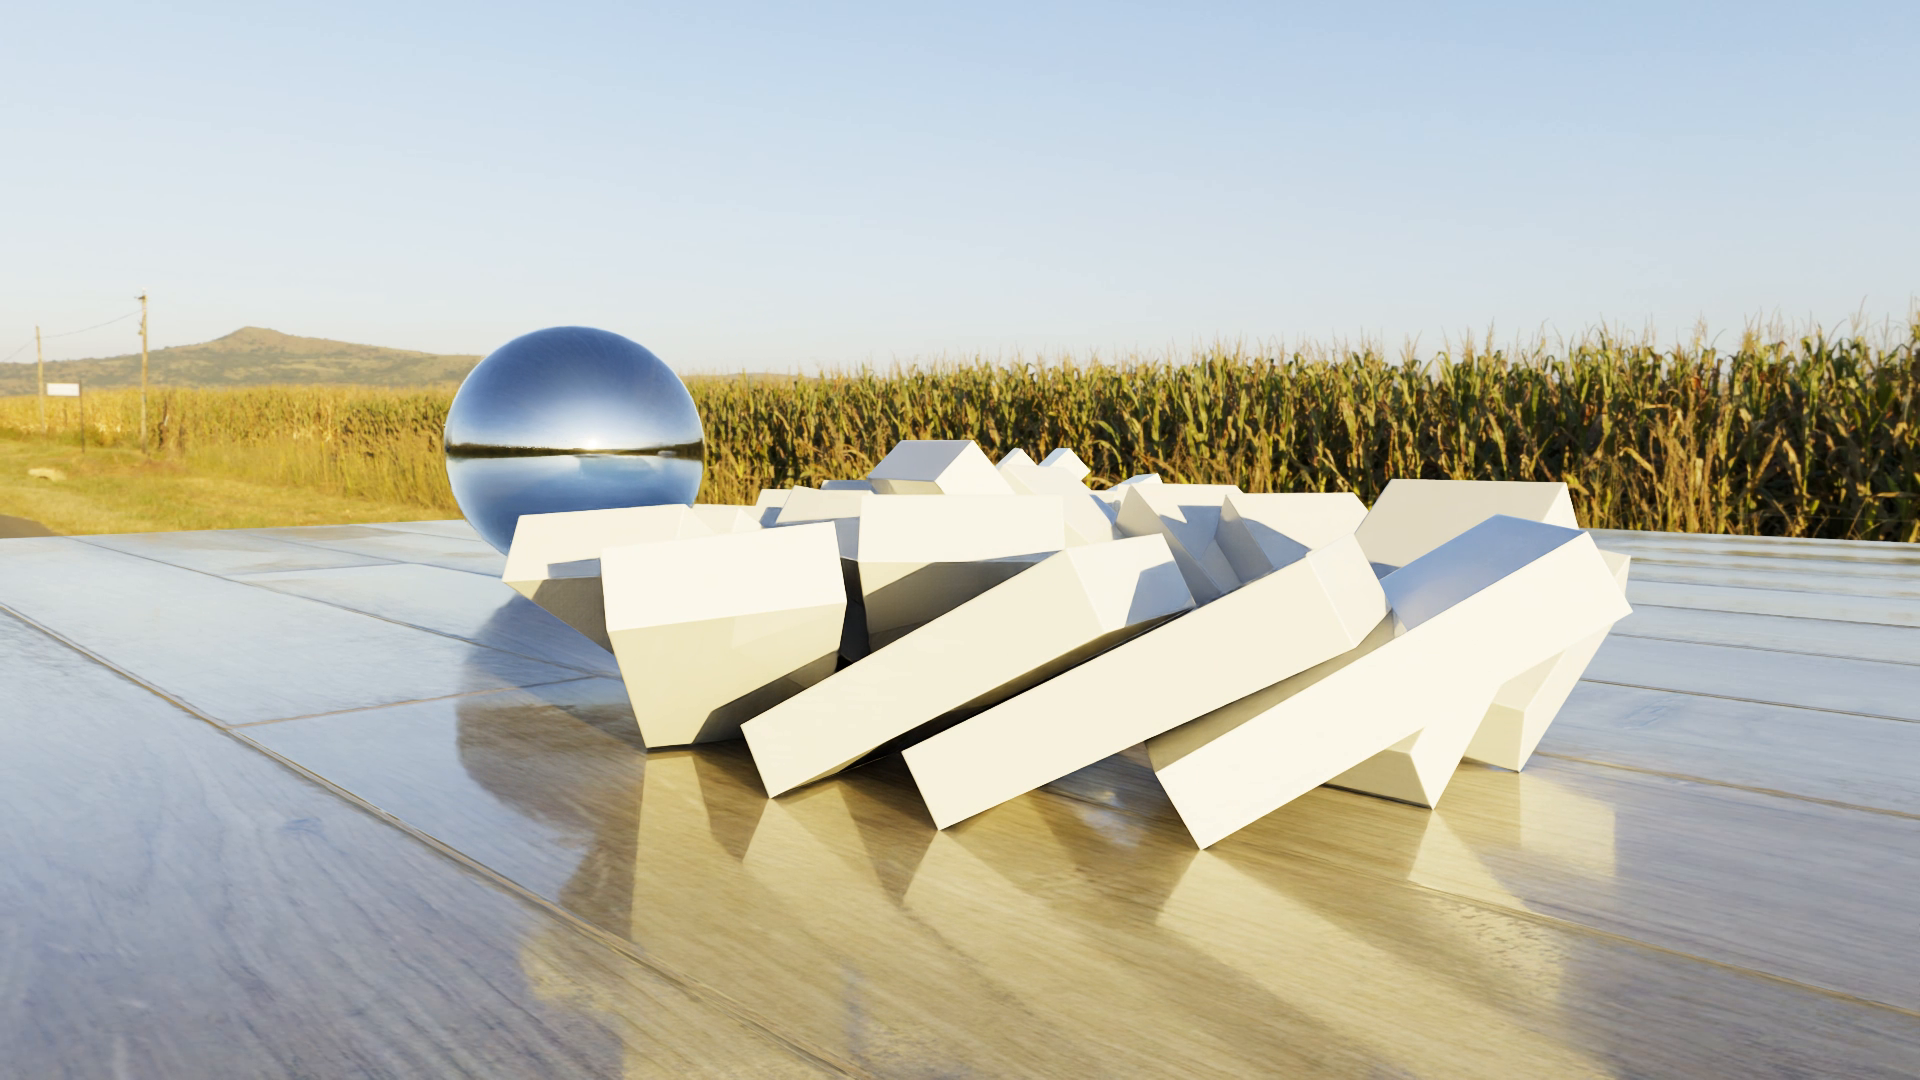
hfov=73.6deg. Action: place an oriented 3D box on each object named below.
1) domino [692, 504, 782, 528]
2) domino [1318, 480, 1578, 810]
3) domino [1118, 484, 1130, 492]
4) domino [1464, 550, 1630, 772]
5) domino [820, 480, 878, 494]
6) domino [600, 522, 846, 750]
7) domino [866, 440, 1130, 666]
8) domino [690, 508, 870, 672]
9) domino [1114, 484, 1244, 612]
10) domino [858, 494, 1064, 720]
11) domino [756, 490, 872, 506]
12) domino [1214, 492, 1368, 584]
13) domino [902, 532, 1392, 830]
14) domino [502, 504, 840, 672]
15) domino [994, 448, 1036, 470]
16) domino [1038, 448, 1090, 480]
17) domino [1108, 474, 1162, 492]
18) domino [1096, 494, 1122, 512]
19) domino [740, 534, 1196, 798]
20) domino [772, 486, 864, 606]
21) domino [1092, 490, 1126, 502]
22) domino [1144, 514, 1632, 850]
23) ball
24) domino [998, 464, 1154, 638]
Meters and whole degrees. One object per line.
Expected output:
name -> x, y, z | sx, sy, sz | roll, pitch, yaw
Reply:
domino -> -0.024, 0.009, 0.227 | 0.025, 0.009, 0.050 | 3, -24, 33
domino -> 0.059, 0.011, 0.169 | 0.025, 0.009, 0.050 | 5, 43, 47
domino -> 0.057, 0.001, 0.345 | 0.025, 0.009, 0.050 | 4, -22, 16
domino -> 0.078, 0.014, 0.189 | 0.025, 0.010, 0.050 | 15, 32, 36
domino -> -0.005, 0.005, 0.256 | 0.025, 0.009, 0.050 | 2, -27, 35
domino -> -0.029, 0.014, 0.159 | 0.025, 0.009, 0.050 | -7, -22, -11
domino -> 0.008, 0.004, 0.224 | 0.009, 0.050, 0.025 | -48, 25, -18
domino -> -0.033, 0.010, 0.207 | 0.025, 0.010, 0.050 | 0, -25, 27
domino -> 0.051, 0.008, 0.233 | 0.025, 0.010, 0.050 | 0, 36, -27
domino -> 0.000, 0.011, 0.178 | 0.025, 0.009, 0.050 | 0, -30, 0
domino -> -0.015, 0.007, 0.243 | 0.025, 0.009, 0.050 | 2, -26, 34
domino -> 0.064, 0.010, 0.214 | 0.025, 0.009, 0.050 | -1, 35, -12
domino -> 0.021, 0.016, 0.142 | 0.050, 0.009, 0.025 | -29, -7, 26
domino -> -0.039, 0.011, 0.185 | 0.025, 0.009, 0.050 | -3, -27, 19
domino -> 0.003, -0.008, 0.398 | 0.050, 0.009, 0.025 | -43, 5, 1
domino -> 0.017, -0.008, 0.400 | 0.050, 0.009, 0.025 | -43, 6, -1
domino -> 0.039, -0.005, 0.402 | 0.050, 0.010, 0.025 | -26, 5, -6
domino -> 0.034, 0.004, 0.309 | 0.025, 0.009, 0.050 | 3, -22, 32
domino -> 0.001, 0.015, 0.153 | 0.050, 0.010, 0.025 | -30, -12, 30
domino -> -0.005, 0.009, 0.206 | 0.025, 0.009, 0.050 | 12, -20, 42
domino -> 0.048, 0.002, 0.327 | 0.025, 0.009, 0.050 | 2, -22, 22
domino -> 0.045, 0.015, 0.144 | 0.050, 0.009, 0.025 | -30, 3, 5
ball -> -0.122, -0.028, 0.410 | 0.080, 0.080, 0.080 | 0, 4, 0
domino -> 0.029, 0.005, 0.242 | 0.050, 0.010, 0.025 | 44, 23, 24
